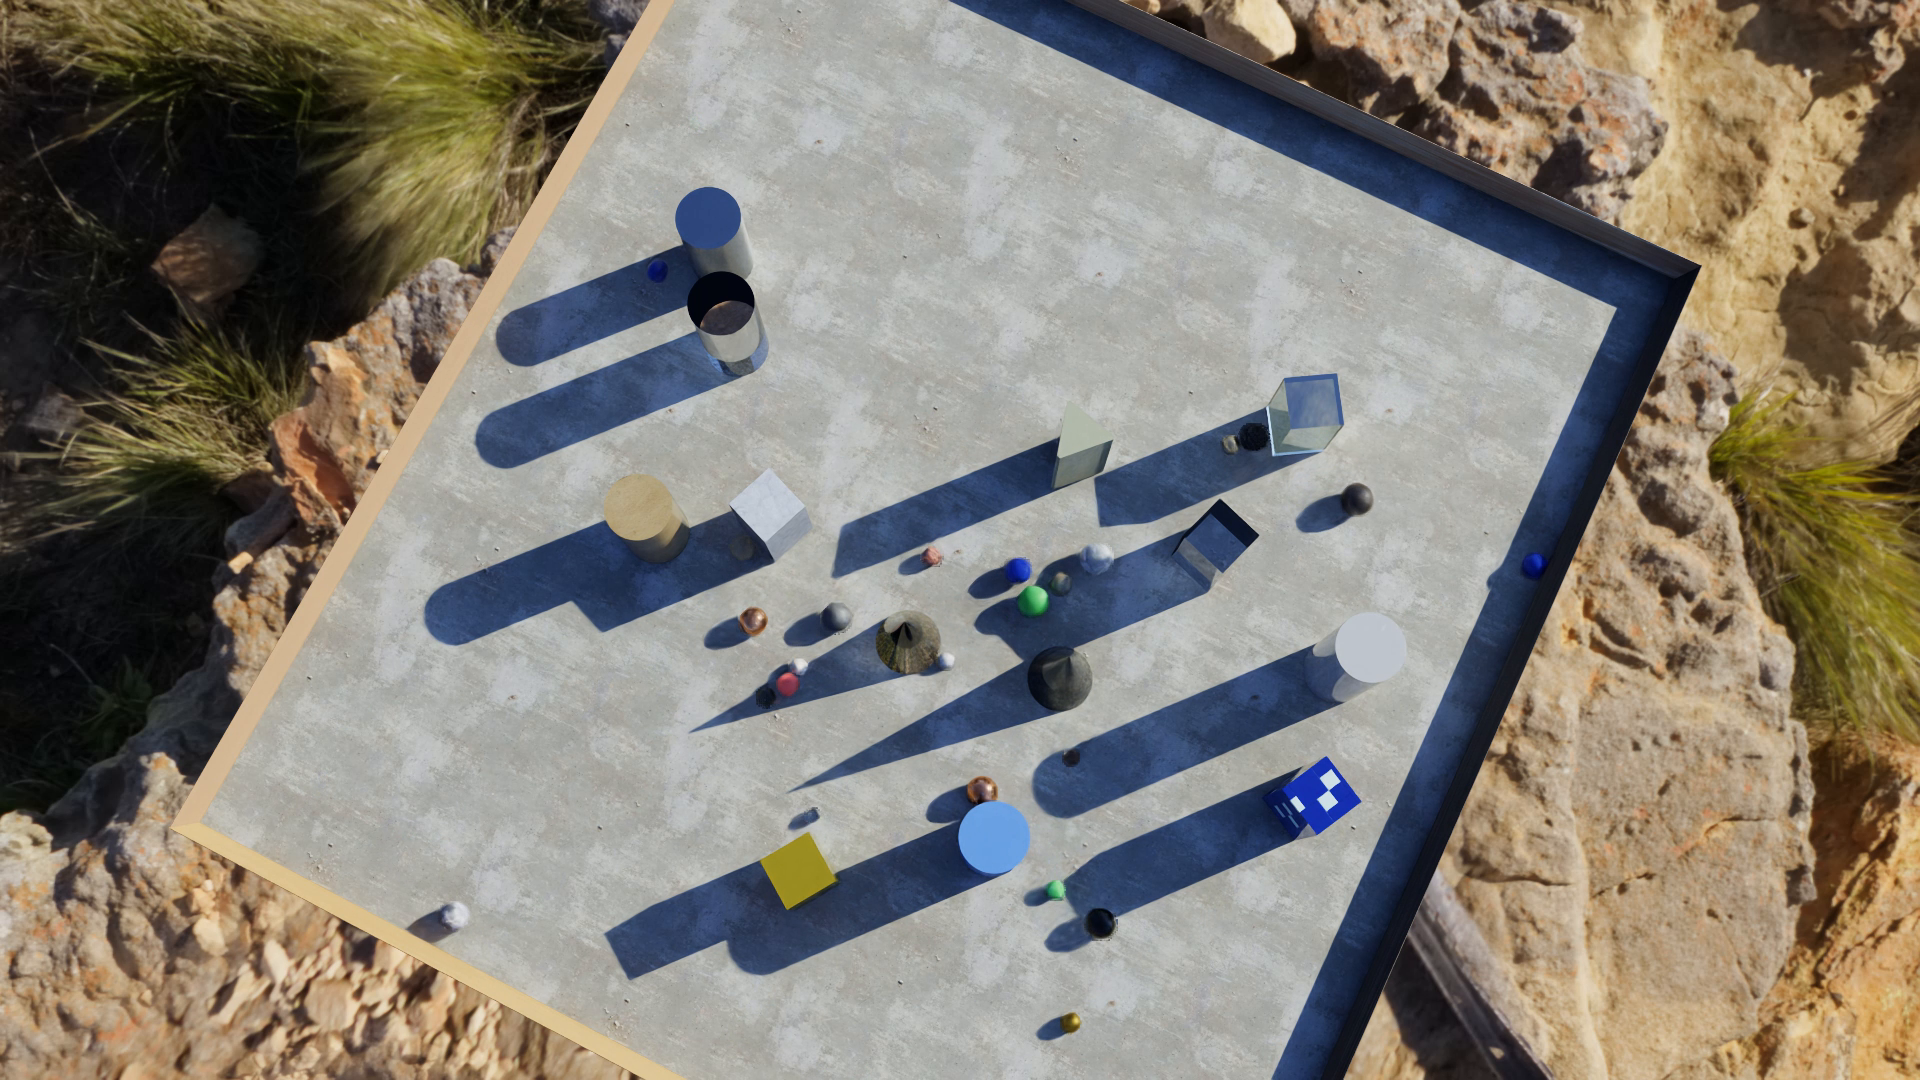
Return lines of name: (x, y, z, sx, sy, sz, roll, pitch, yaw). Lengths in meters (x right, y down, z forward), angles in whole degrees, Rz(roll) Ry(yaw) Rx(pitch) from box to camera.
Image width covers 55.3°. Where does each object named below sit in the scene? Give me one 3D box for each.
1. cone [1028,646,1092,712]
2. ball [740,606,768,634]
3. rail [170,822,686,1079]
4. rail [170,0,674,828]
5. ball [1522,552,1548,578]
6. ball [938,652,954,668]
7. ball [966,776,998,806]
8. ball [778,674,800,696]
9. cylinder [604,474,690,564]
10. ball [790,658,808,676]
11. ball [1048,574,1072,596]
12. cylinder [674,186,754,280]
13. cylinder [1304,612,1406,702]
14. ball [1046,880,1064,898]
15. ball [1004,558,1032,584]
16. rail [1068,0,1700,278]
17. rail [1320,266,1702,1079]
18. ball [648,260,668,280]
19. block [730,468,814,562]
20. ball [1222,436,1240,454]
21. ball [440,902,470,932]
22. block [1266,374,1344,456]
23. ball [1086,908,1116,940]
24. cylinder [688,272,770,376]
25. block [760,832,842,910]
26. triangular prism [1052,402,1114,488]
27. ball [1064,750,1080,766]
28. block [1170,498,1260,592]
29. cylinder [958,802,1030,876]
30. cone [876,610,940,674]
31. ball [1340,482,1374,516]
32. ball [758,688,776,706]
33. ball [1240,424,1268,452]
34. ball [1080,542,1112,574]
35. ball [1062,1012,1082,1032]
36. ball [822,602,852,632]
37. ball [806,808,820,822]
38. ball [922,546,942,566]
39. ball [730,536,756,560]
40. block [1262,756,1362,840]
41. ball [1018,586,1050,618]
cone: (0.302, 0.370, 5.294, 0.197, 0.483, 0.197, 0, 78, 0)
ball: (-0.623, 0.244, 5.523, 0.085, 0.085, 0.085, 0, 78, 0)
rail: (-0.792, 1.558, 5.228, 3.334, 0.128, 0.045, 26, 80, 5)
rail: (-1.470, -0.713, 5.698, 0.045, 0.128, 3.590, 26, 80, 5)
ball: (1.744, 0.077, 5.561, 0.077, 0.077, 0.077, 0, 78, 0)
ball: (-0.043, 0.362, 5.517, 0.049, 0.049, 0.049, 0, 78, 0)
ball: (0.067, 0.744, 5.415, 0.093, 0.093, 0.093, 0, 78, 0)
ball: (-0.515, 0.432, 5.493, 0.066, 0.066, 0.066, 0, 78, 0)
cylinder: (-0.927, -0.059, 5.450, 0.197, 0.351, 0.197, 0, 78, 0)
ball: (-0.484, 0.382, 5.510, 0.054, 0.054, 0.054, 0, 78, 0)
ball: (0.304, 0.136, 5.553, 0.070, 0.070, 0.070, 0, 78, 0)
cylinder: (-0.750, -0.923, 5.627, 0.197, 0.354, 0.197, 0, 78, 0)
cylinder: (1.136, 0.345, 5.301, 0.197, 0.478, 0.197, 0, 78, 0)
ball: (0.279, 1.026, 5.378, 0.052, 0.052, 0.052, 0, 78, 0)
ball: (0.175, 0.094, 5.556, 0.081, 0.081, 0.081, 0, 78, 0)
rail: (0.792, -1.545, 5.870, 3.334, 0.128, 0.045, 26, 80, 5)
rail: (1.470, 0.726, 5.400, 0.045, 0.128, 3.590, 26, 80, 5)
ball: (-0.949, -0.848, 5.759, 0.064, 0.064, 0.064, 0, 78, 0)
block: (-0.561, -0.071, 5.476, 0.158, 0.304, 0.158, -43, 81, -8)
ball: (0.836, -0.291, 5.648, 0.056, 0.056, 0.056, 0, 78, 0)
ball: (-1.474, 1.099, 5.345, 0.087, 0.087, 0.087, 0, 78, 0)
block: (1.040, -0.376, 5.534, 0.158, 0.314, 0.158, -5, 78, -1)
ball: (0.410, 1.119, 5.340, 0.087, 0.087, 0.087, 0, 78, 0)
cylinder: (-0.697, -0.648, 5.541, 0.197, 0.411, 0.197, 0, 78, 0)
block: (-0.455, 0.956, 5.275, 0.158, 0.281, 0.158, -30, 80, -6)
triangular prism: (0.339, -0.295, 5.478, 0.171, 0.391, 0.148, -19, 79, -4)
ball: (0.334, 0.647, 5.458, 0.048, 0.048, 0.048, 0, 78, 0)
block: (0.755, 0.019, 5.451, 0.158, 0.317, 0.158, 44, 82, 8)
cylinder: (0.094, 0.858, 5.238, 0.197, 0.394, 0.197, 0, 78, 0)
cone: (-0.156, 0.270, 5.361, 0.197, 0.390, 0.197, 0, 78, 0)
ball: (1.212, -0.125, 5.592, 0.099, 0.099, 0.099, 0, 78, 0)
ball: (-0.580, 0.471, 5.492, 0.054, 0.054, 0.054, 0, 78, 0)
ball: (0.905, -0.315, 5.639, 0.084, 0.084, 0.084, 0, 78, 0)
ball: (0.412, 0.055, 5.556, 0.097, 0.097, 0.097, 0, 78, 0)
ball: (0.322, 1.395, 5.299, 0.056, 0.056, 0.056, 0, 78, 0)
ball: (-0.372, 0.232, 5.523, 0.089, 0.089, 0.089, 0, 78, 0)
ball: (-0.436, 0.817, 5.426, 0.042, 0.042, 0.042, 0, 78, 0)
ball: (-0.086, 0.050, 5.577, 0.057, 0.057, 0.057, 0, 78, 0)
ball: (-0.660, 0.026, 5.573, 0.075, 0.075, 0.075, 0, 78, 0)
block: (1.008, 0.747, 5.280, 0.158, 0.357, 0.158, -35, 81, -7)
ball: (0.221, 0.187, 5.529, 0.096, 0.096, 0.096, 0, 78, 0)
